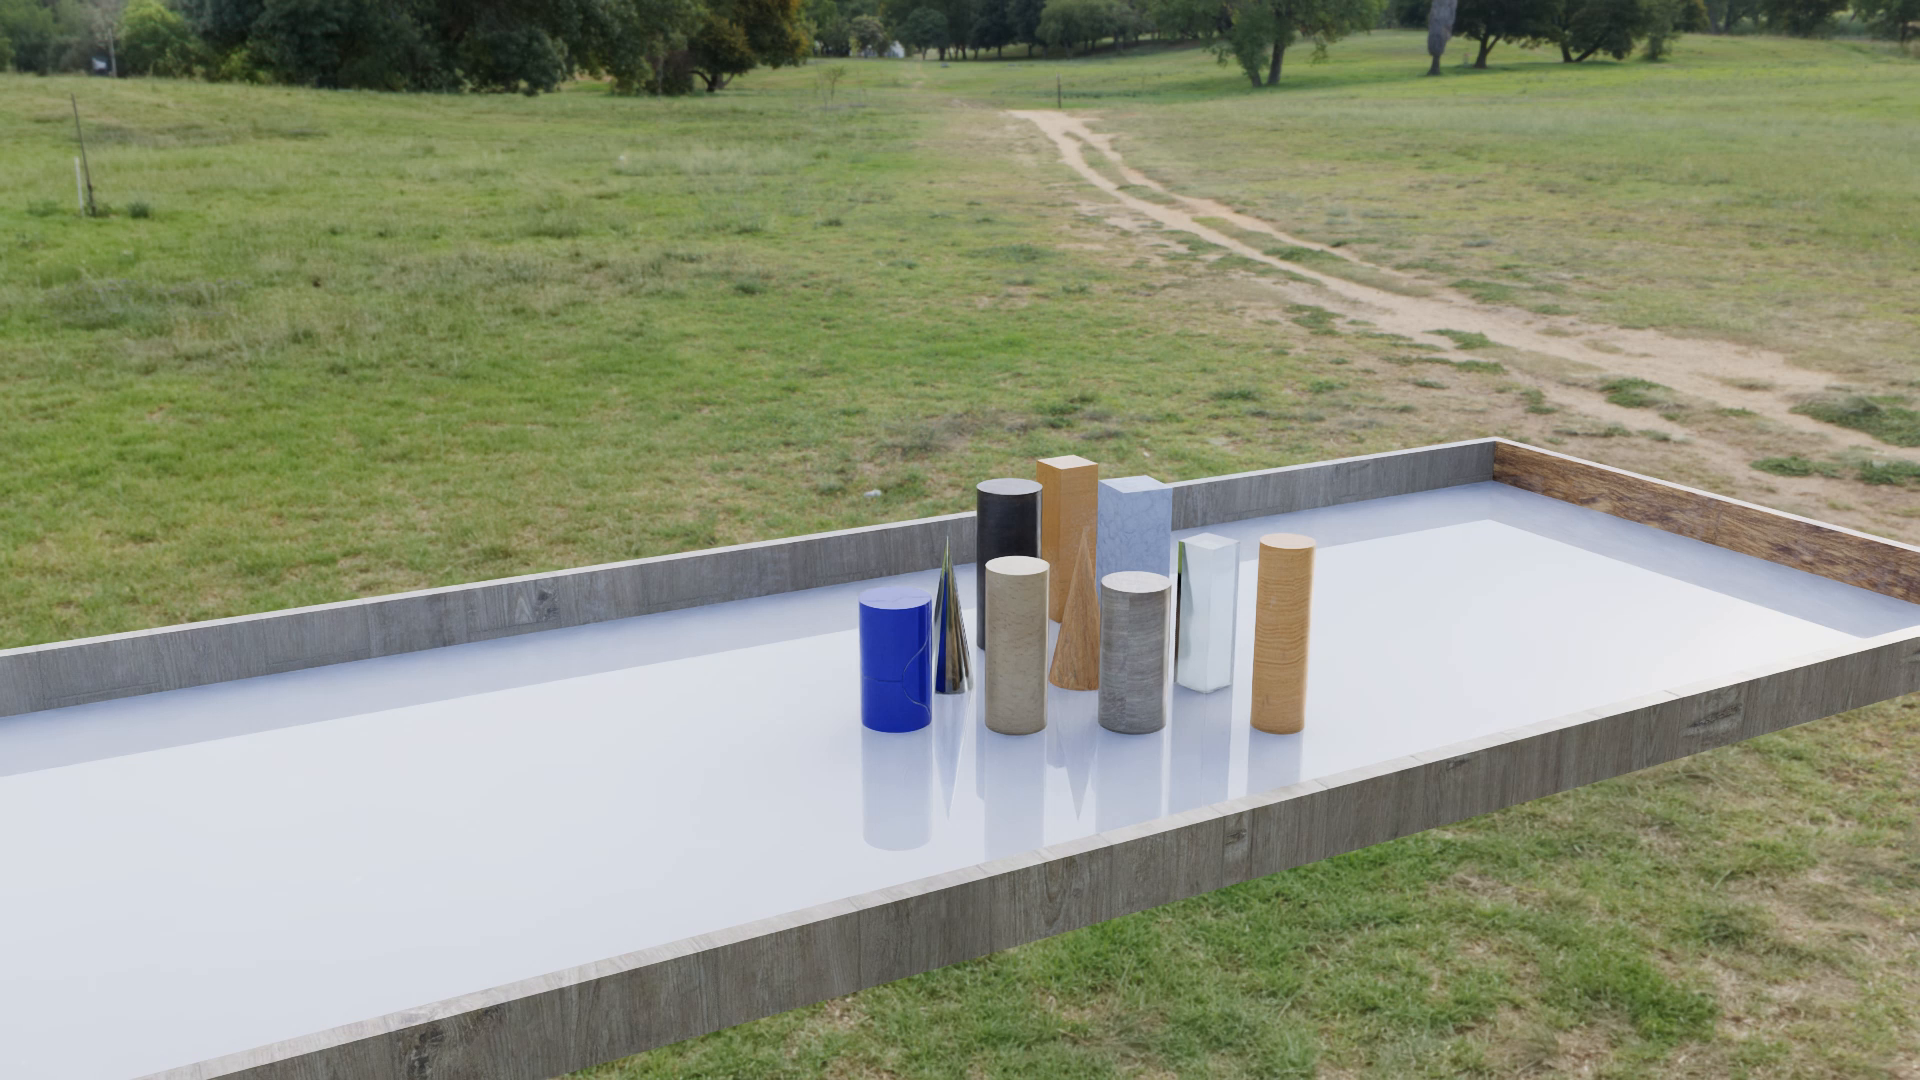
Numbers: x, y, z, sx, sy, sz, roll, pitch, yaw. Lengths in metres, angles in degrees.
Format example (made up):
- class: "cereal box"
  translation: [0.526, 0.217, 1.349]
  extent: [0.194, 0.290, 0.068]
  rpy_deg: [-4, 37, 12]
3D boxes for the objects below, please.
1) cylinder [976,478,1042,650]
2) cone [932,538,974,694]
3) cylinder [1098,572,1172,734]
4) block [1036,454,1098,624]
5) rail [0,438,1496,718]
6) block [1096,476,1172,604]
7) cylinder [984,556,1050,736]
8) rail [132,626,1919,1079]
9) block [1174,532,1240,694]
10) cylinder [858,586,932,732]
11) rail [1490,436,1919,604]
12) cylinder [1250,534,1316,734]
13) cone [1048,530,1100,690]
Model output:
- class: "cylinder"
  translation: [0.129, 0.068, 4.353]
  extent: [0.172, 0.433, 0.172]
  rpy_deg: [0, 16, 0]
- class: "cone"
  translation: [-0.030, 0.174, 4.069]
  extent: [0.134, 0.390, 0.134]
  rpy_deg: [0, 16, 0]
- class: "cylinder"
  translation: [0.406, 0.262, 3.848]
  extent: [0.162, 0.347, 0.162]
  rpy_deg: [0, 16, 0]
- class: "block"
  translation: [0.295, -0.004, 4.588]
  extent: [0.122, 0.439, 0.122]
  rpy_deg: [-9, 19, -29]
- class: "rail"
  translation: [-3.305, 0.497, 3.399]
  extent: [12.000, 0.150, 0.050]
  rpy_deg: [-9, 18, -27]
- class: "block"
  translation: [0.455, 0.066, 4.347]
  extent: [0.142, 0.441, 0.142]
  rpy_deg: [-7, 18, -21]
- class: "cylinder"
  translation: [0.132, 0.245, 3.831]
  extent: [0.147, 0.389, 0.147]
  rpy_deg: [0, 16, 0]
- class: "rail"
  translation: [-2.336, 1.006, 1.665]
  extent: [12.000, 0.150, 0.050]
  rpy_deg: [-9, 18, -27]
- class: "block"
  translation: [0.610, 0.181, 4.082]
  extent: [0.106, 0.371, 0.106]
  rpy_deg: [-15, 22, -40]
- class: "cylinder"
  translation: [-0.151, 0.279, 3.869]
  extent: [0.170, 0.303, 0.170]
  rpy_deg: [0, 16, 0]
- class: "rail"
  translation: [2.466, -0.048, 5.253]
  extent: [0.050, 0.150, 2.100]
  rpy_deg: [-9, 18, -27]
- class: "cylinder"
  translation: [0.747, 0.218, 3.818]
  extent: [0.127, 0.449, 0.127]
  rpy_deg: [0, 16, 0]
- class: "cone"
  translation: [0.305, 0.158, 4.106]
  extent: [0.164, 0.401, 0.164]
  rpy_deg: [0, 16, 0]
